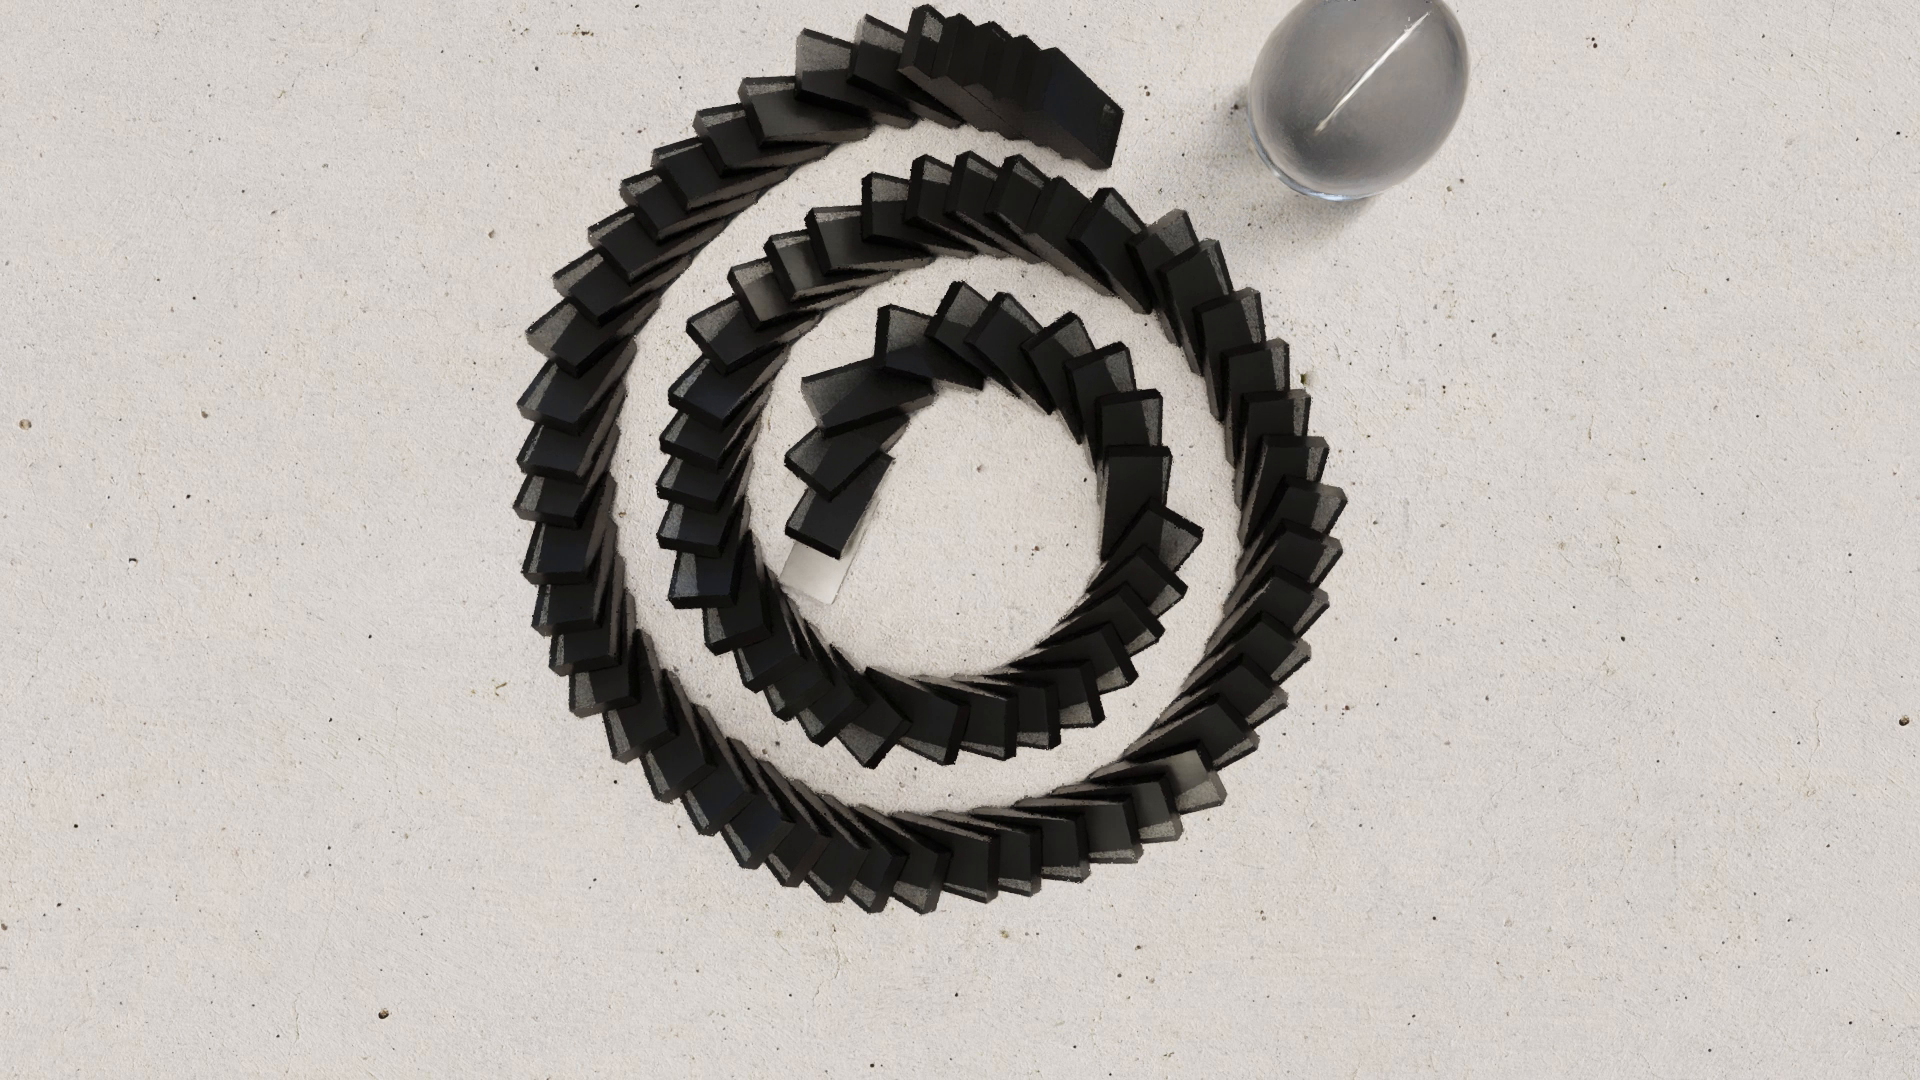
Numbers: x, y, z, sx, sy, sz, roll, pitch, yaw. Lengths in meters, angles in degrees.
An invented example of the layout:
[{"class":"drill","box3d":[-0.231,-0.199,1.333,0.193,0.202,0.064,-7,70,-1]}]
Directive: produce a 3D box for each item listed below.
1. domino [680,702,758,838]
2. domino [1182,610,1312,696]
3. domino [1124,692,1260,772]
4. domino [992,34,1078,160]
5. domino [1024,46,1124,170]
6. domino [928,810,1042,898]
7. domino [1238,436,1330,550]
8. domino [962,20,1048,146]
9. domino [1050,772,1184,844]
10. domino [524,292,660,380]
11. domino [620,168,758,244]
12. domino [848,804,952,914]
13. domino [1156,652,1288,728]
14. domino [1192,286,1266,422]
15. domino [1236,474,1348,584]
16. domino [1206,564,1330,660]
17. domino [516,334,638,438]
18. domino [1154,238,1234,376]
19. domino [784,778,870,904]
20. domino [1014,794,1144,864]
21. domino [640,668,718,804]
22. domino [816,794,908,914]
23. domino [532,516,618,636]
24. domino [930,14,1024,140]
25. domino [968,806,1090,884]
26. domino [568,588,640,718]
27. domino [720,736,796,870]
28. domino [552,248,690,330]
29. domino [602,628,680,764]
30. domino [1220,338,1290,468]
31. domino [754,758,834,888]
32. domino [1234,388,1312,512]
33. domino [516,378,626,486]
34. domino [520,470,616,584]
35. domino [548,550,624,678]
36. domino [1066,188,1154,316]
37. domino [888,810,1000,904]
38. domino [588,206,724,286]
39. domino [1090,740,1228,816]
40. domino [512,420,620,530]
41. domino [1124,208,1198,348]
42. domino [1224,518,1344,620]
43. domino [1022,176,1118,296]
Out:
[{"class":"domino","box3d":[-0.107,0.095,0.382,0.025,0.010,0.050,-43,56,0]},{"class":"domino","box3d":[0.119,0.054,0.382,0.025,0.009,0.050,37,123,0]},{"class":"domino","box3d":[0.096,0.087,0.383,0.025,0.010,0.050,49,122,0]},{"class":"domino","box3d":[0.036,-0.182,0.379,0.009,0.050,0.025,14,90,43]},{"class":"domino","box3d":[0.048,-0.177,0.379,0.009,0.050,0.025,14,90,43]},{"class":"domino","box3d":[0.010,0.130,0.383,0.050,0.010,0.025,-1,90,33]},{"class":"domino","box3d":[0.134,-0.019,0.381,0.025,0.010,0.050,0,126,-2]},{"class":"domino","box3d":[0.024,-0.187,0.379,0.010,0.050,0.025,14,90,43]},{"class":"domino","box3d":[0.065,0.114,0.383,0.050,0.010,0.025,-17,90,31]},{"class":"domino","box3d":[-0.153,-0.093,0.384,0.025,0.010,0.050,36,62,0]},{"class":"domino","box3d":[-0.113,-0.145,0.383,0.050,0.009,0.025,-37,90,-31]},{"class":"domino","box3d":[-0.029,0.132,0.382,0.050,0.010,0.025,15,90,36]},{"class":"domino","box3d":[0.109,0.072,0.383,0.025,0.009,0.050,43,122,0]},{"class":"domino","box3d":[0.115,-0.077,0.383,0.025,0.009,0.050,-20,121,0]},{"class":"domino","box3d":[0.137,-0.001,0.381,0.025,0.009,0.050,13,125,-4]},{"class":"domino","box3d":[0.127,0.036,0.382,0.025,0.010,0.050,28,123,-2]},{"class":"domino","box3d":[-0.159,-0.069,0.383,0.025,0.009,0.050,19,60,2]},{"class":"domino","box3d":[0.102,-0.096,0.382,0.025,0.009,0.050,-31,121,-2]},{"class":"domino","box3d":[-0.061,0.124,0.380,0.050,0.009,0.025,30,92,39]},{"class":"domino","box3d":[0.049,0.121,0.382,0.050,0.009,0.025,-12,93,32]},{"class":"domino","box3d":[-0.122,0.081,0.383,0.025,0.010,0.050,-36,57,0]},{"class":"domino","box3d":[-0.047,0.129,0.381,0.050,0.010,0.025,24,90,39]},{"class":"domino","box3d":[-0.160,0.014,0.381,0.025,0.010,0.050,-8,57,4]},{"class":"domino","box3d":[0.011,-0.190,0.379,0.009,0.050,0.025,14,90,43]},{"class":"domino","box3d":[0.028,0.127,0.383,0.050,0.009,0.025,-6,90,31]},{"class":"domino","box3d":[-0.149,0.047,0.383,0.025,0.010,0.050,-15,59,0]},{"class":"domino","box3d":[-0.091,0.109,0.381,0.025,0.010,0.050,-49,52,2]},{"class":"domino","box3d":[-0.141,-0.113,0.384,0.025,0.010,0.050,43,63,0]},{"class":"domino","box3d":[-0.137,0.065,0.383,0.025,0.009,0.050,-28,59,0]},{"class":"domino","box3d":[0.124,-0.057,0.384,0.025,0.010,0.050,-12,119,0]},{"class":"domino","box3d":[-0.076,0.117,0.381,0.050,0.010,0.025,36,91,38]},{"class":"domino","box3d":[0.130,-0.037,0.383,0.025,0.009,0.050,-6,121,0]},{"class":"domino","box3d":[-0.162,-0.048,0.383,0.025,0.009,0.050,11,60,1]},{"class":"domino","box3d":[-0.162,-0.006,0.382,0.025,0.010,0.050,-1,58,3]},{"class":"domino","box3d":[-0.155,0.030,0.382,0.025,0.009,0.050,-12,57,2]},{"class":"domino","box3d":[0.069,-0.119,0.381,0.050,0.010,0.025,34,88,-35]},{"class":"domino","box3d":[-0.007,0.131,0.382,0.050,0.009,0.025,3,92,33]},{"class":"domino","box3d":[-0.127,-0.130,0.385,0.025,0.010,0.050,47,63,0]},{"class":"domino","box3d":[0.082,0.103,0.383,0.050,0.010,0.025,-26,91,31]},{"class":"domino","box3d":[-0.164,-0.030,0.383,0.025,0.009,0.050,10,60,0]},{"class":"domino","box3d":[0.091,-0.109,0.383,0.025,0.009,0.050,-35,122,0]},{"class":"domino","box3d":[0.134,0.017,0.381,0.025,0.010,0.050,20,124,-4]},{"class":"domino","box3d":[0.051,-0.125,0.381,0.050,0.010,0.025,25,88,-36]}]
